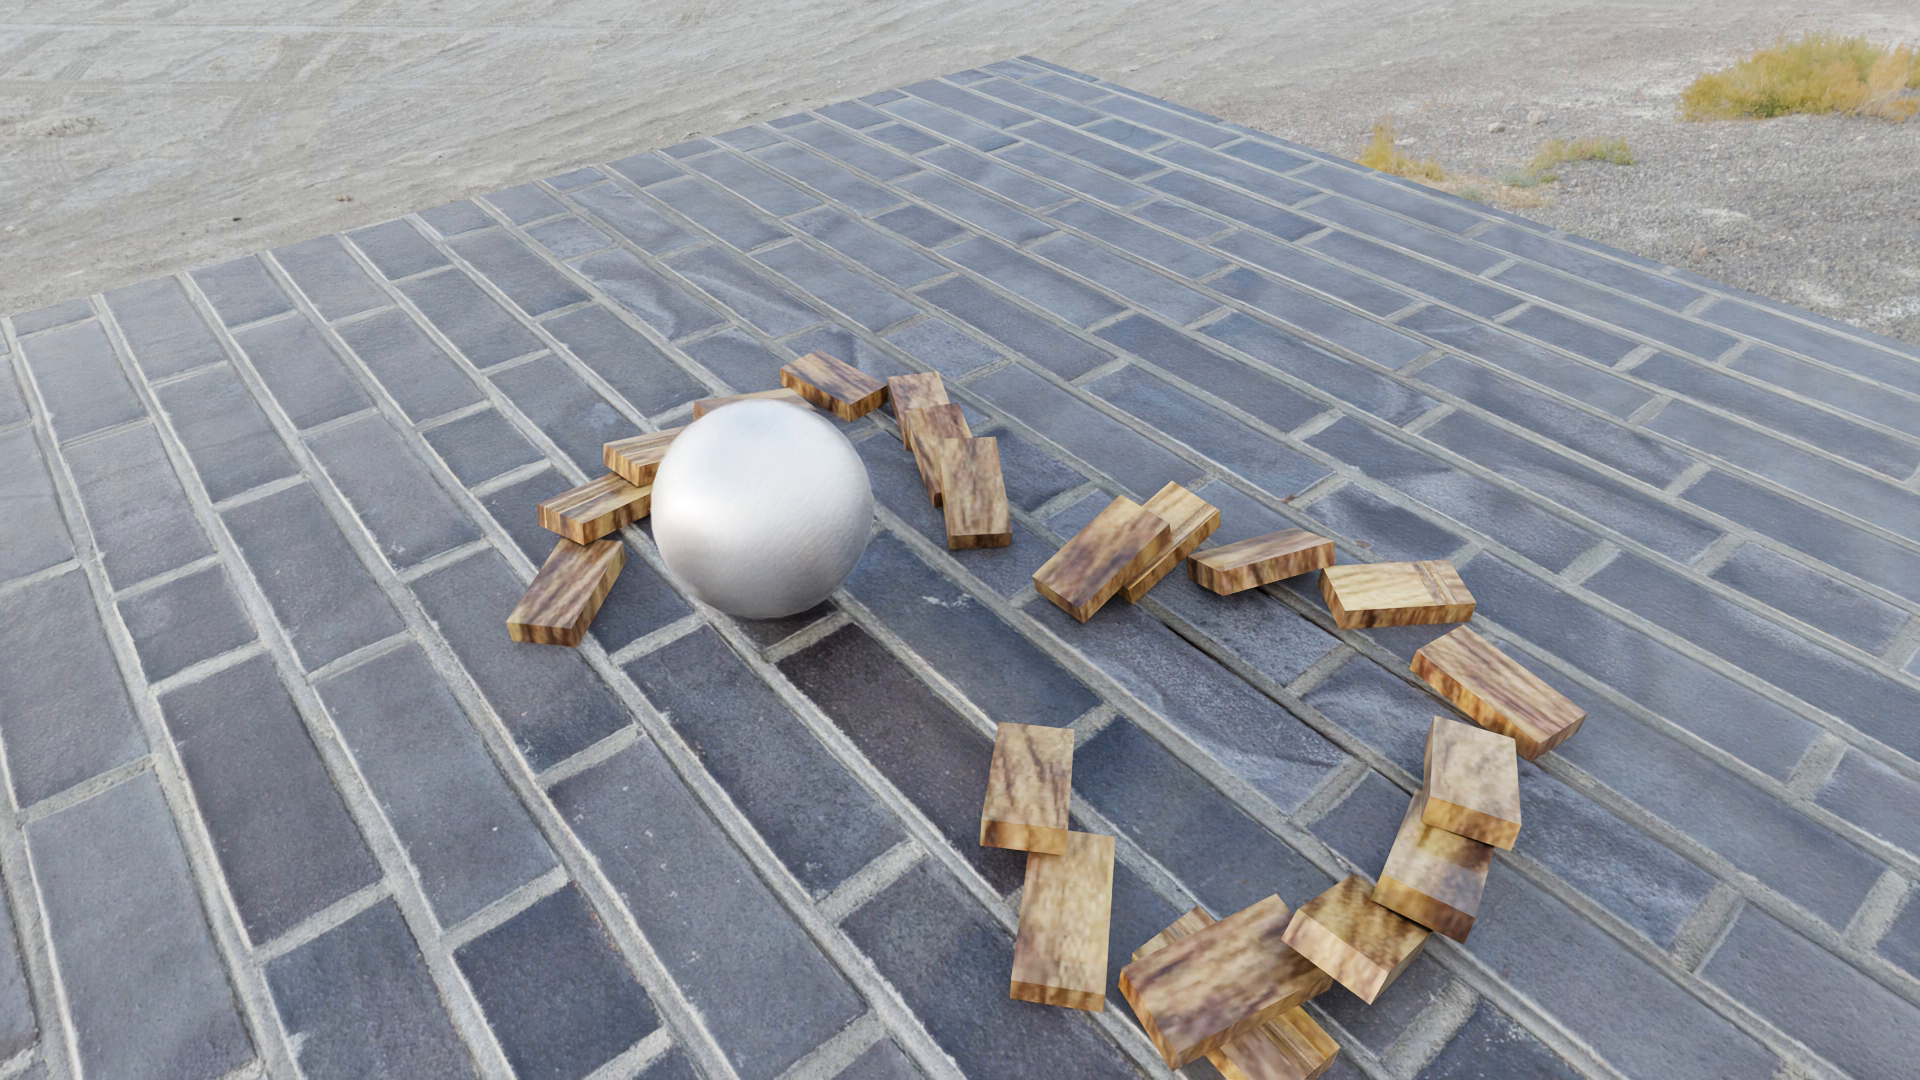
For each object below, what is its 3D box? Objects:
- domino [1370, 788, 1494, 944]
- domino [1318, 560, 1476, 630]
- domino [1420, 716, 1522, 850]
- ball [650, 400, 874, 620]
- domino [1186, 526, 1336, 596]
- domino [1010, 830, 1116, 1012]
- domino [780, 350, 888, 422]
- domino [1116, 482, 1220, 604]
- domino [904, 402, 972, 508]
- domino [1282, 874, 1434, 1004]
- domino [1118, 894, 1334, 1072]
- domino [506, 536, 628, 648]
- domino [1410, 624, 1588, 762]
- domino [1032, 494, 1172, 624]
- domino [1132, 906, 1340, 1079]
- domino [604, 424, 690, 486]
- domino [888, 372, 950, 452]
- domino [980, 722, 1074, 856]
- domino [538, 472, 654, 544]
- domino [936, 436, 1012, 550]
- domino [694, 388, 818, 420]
[{"bbox_3d":[0.139,0.093,0.319,0.025,0.010,0.050,22,28,25],"label":"domino"},{"bbox_3d":[0.166,0.020,0.418,0.050,0.009,0.025,-3,39,-4],"label":"domino"},{"bbox_3d":[0.159,0.074,0.342,0.025,0.010,0.050,16,26,18],"label":"domino"},{"bbox_3d":[-0.071,-0.011,0.401,0.080,0.080,0.080,0,39,0],"label":"ball"},{"bbox_3d":[0.116,0.008,0.427,0.050,0.009,0.025,-14,18,-16],"label":"domino"},{"bbox_3d":[0.030,0.107,0.313,0.025,0.010,0.050,6,40,7],"label":"domino"},{"bbox_3d":[-0.062,-0.076,0.536,0.050,0.010,0.025,30,48,32],"label":"domino"},{"bbox_3d":[0.076,0.000,0.432,0.050,0.009,0.025,-39,51,-16],"label":"domino"},{"bbox_3d":[-0.006,-0.038,0.481,0.025,0.010,0.050,-11,53,-13],"label":"domino"},{"bbox_3d":[0.107,0.105,0.294,0.025,0.010,0.050,32,14,33],"label":"domino"},{"bbox_3d":[0.070,0.115,0.288,0.050,0.010,0.025,-17,42,-20],"label":"domino"},{"bbox_3d":[-0.149,0.019,0.420,0.025,0.009,0.050,5,40,6],"label":"domino"},{"bbox_3d":[0.185,0.052,0.380,0.025,0.009,0.050,-21,44,-24],"label":"domino"},{"bbox_3d":[0.054,0.007,0.420,0.050,0.009,0.025,-41,52,-18],"label":"domino"},{"bbox_3d":[0.072,0.124,0.292,0.025,0.010,0.050,-25,45,-27],"label":"domino"},{"bbox_3d":[-0.126,-0.038,0.480,0.025,0.010,0.050,29,33,31],"label":"domino"},{"bbox_3d":[-0.018,-0.061,0.518,0.025,0.009,0.050,-8,40,-9],"label":"domino"},{"bbox_3d":[0.022,0.076,0.341,0.025,0.010,0.050,5,25,6],"label":"domino"},{"bbox_3d":[-0.145,-0.015,0.454,0.025,0.010,0.050,21,31,23],"label":"domino"},{"bbox_3d":[0.005,-0.020,0.456,0.025,0.009,0.050,-3,56,-8],"label":"domino"},{"bbox_3d":[-0.094,-0.057,0.505,0.050,0.009,0.025,-15,40,-37],"label":"domino"}]
